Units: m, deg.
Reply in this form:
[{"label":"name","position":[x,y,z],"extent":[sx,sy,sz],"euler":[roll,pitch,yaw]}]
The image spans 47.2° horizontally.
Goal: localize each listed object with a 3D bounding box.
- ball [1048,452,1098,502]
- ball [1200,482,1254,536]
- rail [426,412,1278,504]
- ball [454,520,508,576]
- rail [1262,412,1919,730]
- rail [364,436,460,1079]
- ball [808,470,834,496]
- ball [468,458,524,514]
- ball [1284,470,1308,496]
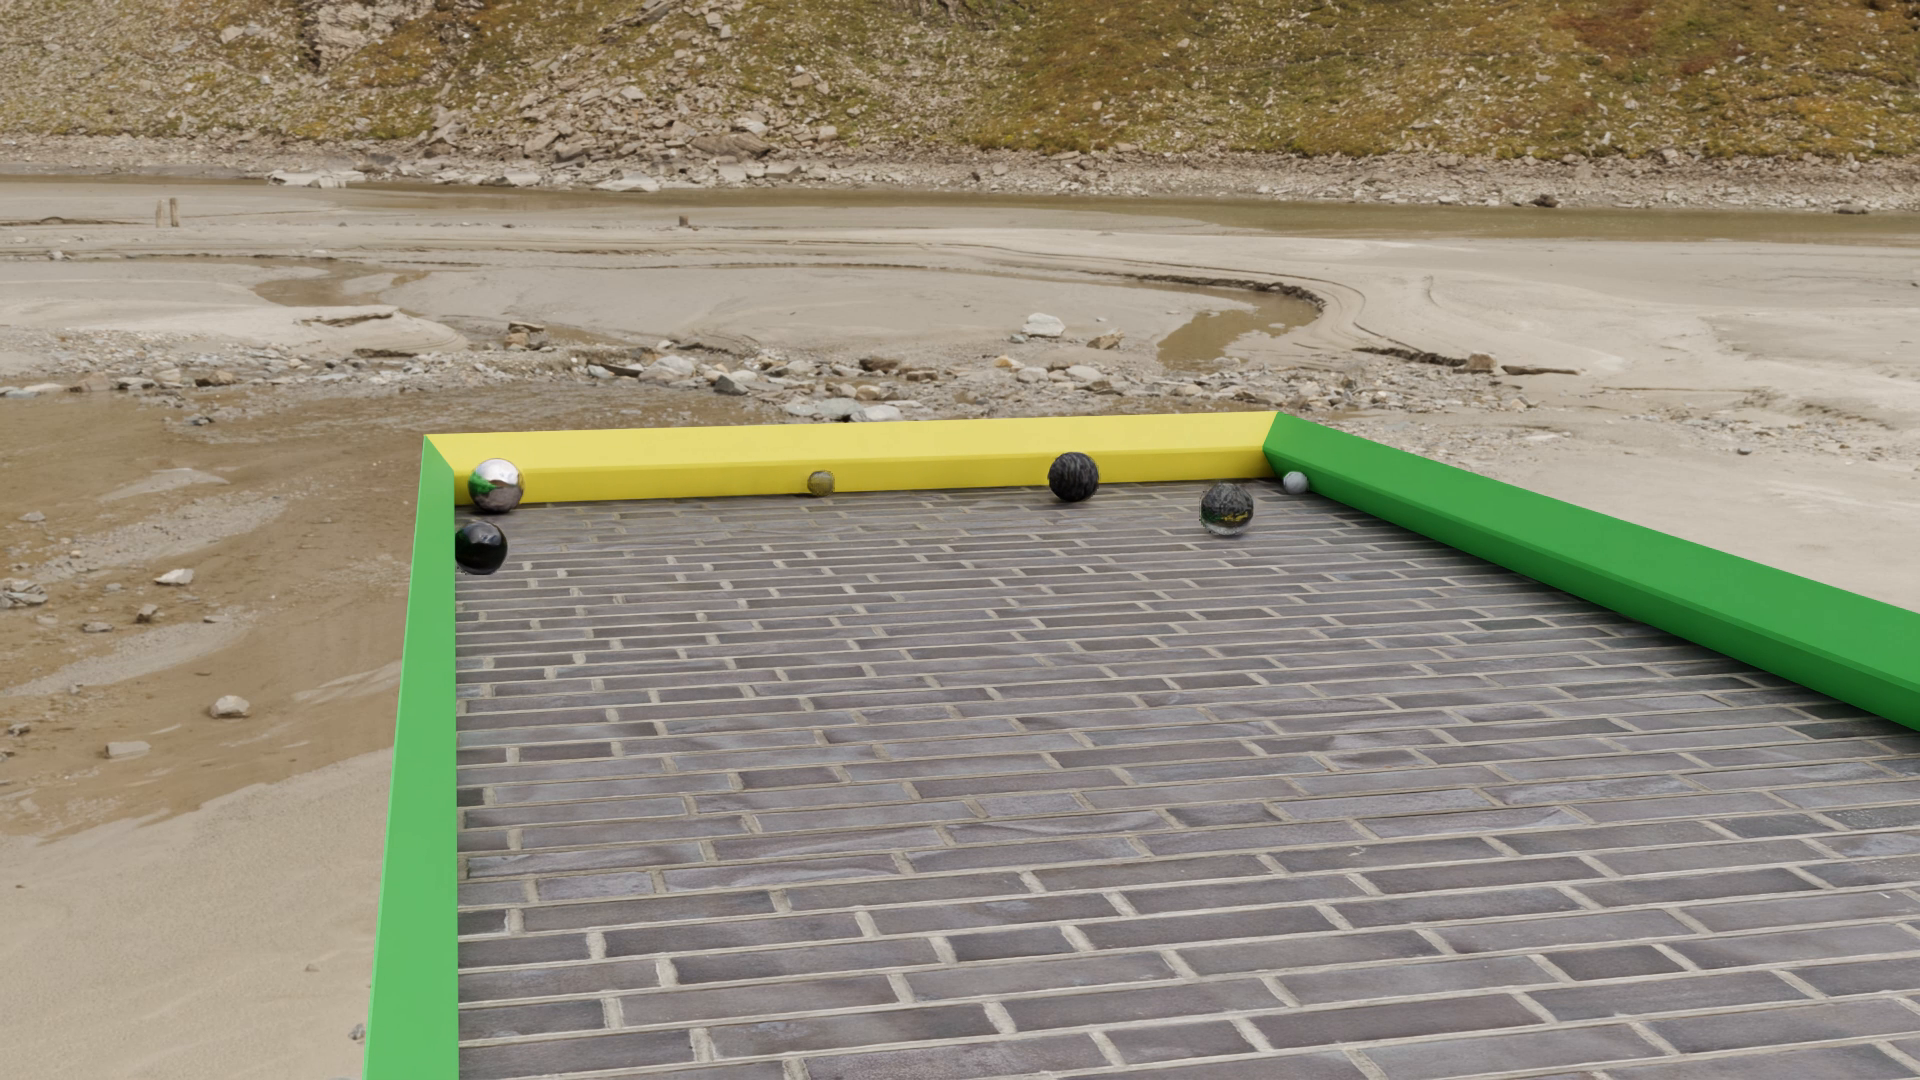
[{"label":"ball","position":[0.189,-0.105,3.662],"extent":[0.084,0.084,0.084],"euler":[0,10,0]},{"label":"ball","position":[0.406,-0.048,3.345],"extent":[0.081,0.081,0.081],"euler":[0,10,0]},{"label":"rail","position":[-0.150,-0.139,3.755],"extent":[1.485,0.117,0.045],"euler":[-2,10,-13]},{"label":"ball","position":[-0.661,0.011,3.031],"extent":[0.076,0.076,0.076],"euler":[0,10,0]},{"label":"rail","position":[0.856,0.066,2.596],"extent":[0.045,0.117,2.790],"euler":[-2,10,-13]},{"label":"rail","position":[-0.546,0.122,2.281],"extent":[0.045,0.117,2.790],"euler":[-2,10,-13]},{"label":"ball","position":[-0.236,-0.095,3.717],"extent":[0.045,0.045,0.045],"euler":[0,10,0]},{"label":"ball","position":[-0.749,-0.088,3.550],"extent":[0.090,0.090,0.090],"euler":[0,10,0]},{"label":"ball","position":[0.570,-0.097,3.738],"extent":[0.042,0.042,0.042],"euler":[0,10,0]}]
